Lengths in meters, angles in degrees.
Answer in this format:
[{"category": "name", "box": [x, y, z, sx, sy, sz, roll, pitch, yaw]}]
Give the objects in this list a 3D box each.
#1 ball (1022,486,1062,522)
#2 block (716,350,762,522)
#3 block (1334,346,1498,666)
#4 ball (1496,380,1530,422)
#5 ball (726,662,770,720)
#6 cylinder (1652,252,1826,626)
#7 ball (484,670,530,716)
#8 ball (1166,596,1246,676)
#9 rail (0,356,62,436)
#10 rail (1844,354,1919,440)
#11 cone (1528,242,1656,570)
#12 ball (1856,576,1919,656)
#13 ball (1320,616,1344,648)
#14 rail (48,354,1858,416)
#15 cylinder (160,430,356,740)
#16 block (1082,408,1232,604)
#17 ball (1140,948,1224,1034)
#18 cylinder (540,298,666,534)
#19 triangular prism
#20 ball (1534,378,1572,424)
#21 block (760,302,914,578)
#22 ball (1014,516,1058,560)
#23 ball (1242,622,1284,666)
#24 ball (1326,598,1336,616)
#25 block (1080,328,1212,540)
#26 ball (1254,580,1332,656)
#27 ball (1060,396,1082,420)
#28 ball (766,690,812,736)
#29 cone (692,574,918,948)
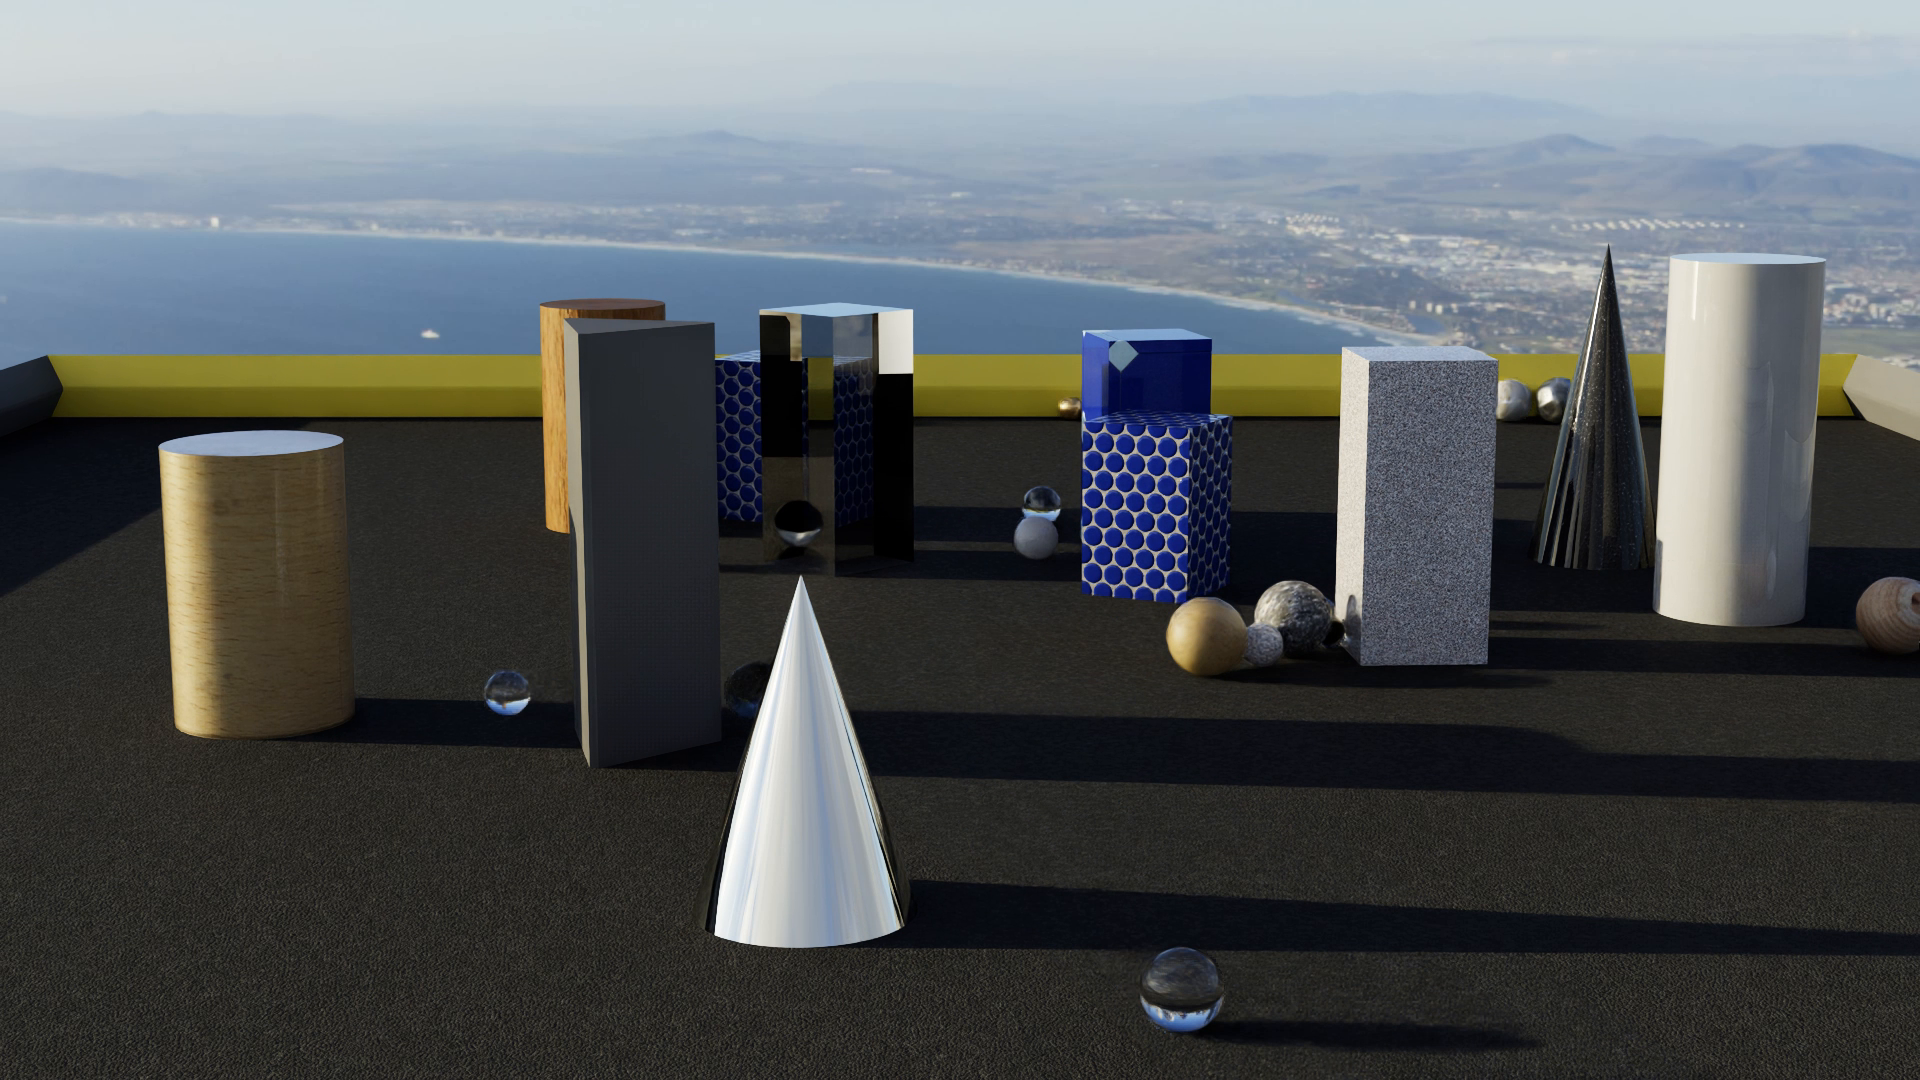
[{"category": "ball", "box": [0.130, -0.054, 4.105, 0.063, 0.063, 0.063, 0, 10, 0]}, {"category": "block", "box": [-0.297, -0.170, 4.193, 0.158, 0.260, 0.158, 5, 11, 24]}, {"category": "block", "box": [0.566, -0.045, 3.199, 0.158, 0.376, 0.158, -1, 11, -3]}, {"category": "ball", "box": [1.135, -0.289, 5.304, 0.088, 0.088, 0.088, 0, 10, 0]}, {"category": "ball", "box": [-0.231, 0.170, 2.890, 0.065, 0.065, 0.065, 0, 10, 0]}, {"category": "cylinder", "box": [1.038, -0.138, 3.424, 0.198, 0.475, 0.198, 0, 10, 0]}, {"category": "ball", "box": [-0.512, 0.174, 2.905, 0.052, 0.052, 0.052, 0, 10, 0]}, {"category": "ball", "box": [0.297, 0.116, 3.094, 0.096, 0.096, 0.096, 0, 10, 0]}, {"category": "rail", "box": [-1.872, 0.035, 3.438, 0.045, 0.128, 3.924, 0, 10, 0]}, {"category": "rail", "box": [1.872, 0.031, 3.459, 0.045, 0.128, 3.924, 0, 10, 0]}, {"category": "cone", "box": [0.950, -0.205, 3.800, 0.198, 0.471, 0.198, 0, 10, 0]}, {"category": "ball", "box": [1.171, 0.095, 3.203, 0.099, 0.099, 0.099, 0, 10, 0]}, {"category": "ball", "box": [0.465, 0.116, 3.243, 0.043, 0.043, 0.043, 0, 10, 0]}, {"category": "rail", "box": [-0.011, -0.320, 5.355, 3.792, 0.128, 0.045, 0, 10, 0]}, {"category": "cylinder", "box": [-0.785, 0.047, 2.873, 0.198, 0.314, 0.198, 0, 10, 0]}, {"category": "block", "box": [0.276, -0.050, 3.593, 0.158, 0.242, 0.158, 5, 12, 27]}, {"category": "ball", "box": [0.169, 0.343, 1.955, 0.065, 0.065, 0.065, 0, 10, 0]}, {"category": "cylinder", "box": [-0.566, -0.200, 4.092, 0.198, 0.354, 0.198, 0, 10, 0]}, {"category": "triangular prism", "box": [-0.374, -0.006, 2.761, 0.171, 0.457, 0.148, -10, 14, -43]}, {"category": "ball", "box": [1.230, -0.286, 5.269, 0.096, 0.096, 0.096, 0, 10, 0]}, {"category": "block", "box": [-0.180, -0.151, 3.773, 0.158, 0.375, 0.158, 10, 15, 44]}, {"category": "ball", "box": [0.113, -0.003, 3.819, 0.067, 0.067, 0.067, 0, 10, 0]}, {"category": "ball", "box": [0.369, 0.128, 3.143, 0.054, 0.054, 0.054, 0, 10, 0]}, {"category": "ball", "box": [0.465, 0.098, 3.320, 0.049, 0.049, 0.049, 0, 10, 0]}, {"category": "block", "box": [0.281, -0.150, 3.904, 0.158, 0.325, 0.158, -2, 11, -12]}, {"category": "ball", "box": [0.414, 0.098, 3.195, 0.095, 0.095, 0.095, 0, 10, 0]}, {"category": "ball", "box": [0.232, -0.272, 5.318, 0.050, 0.050, 0.050, 0, 10, 0]}, {"category": "ball", "box": [-0.189, 0.190, 2.821, 0.050, 0.050, 0.050, 0, 10, 0]}, {"category": "cone", "box": [-0.136, 0.176, 2.215, 0.198, 0.299, 0.198, 0, 10, 0]}]
